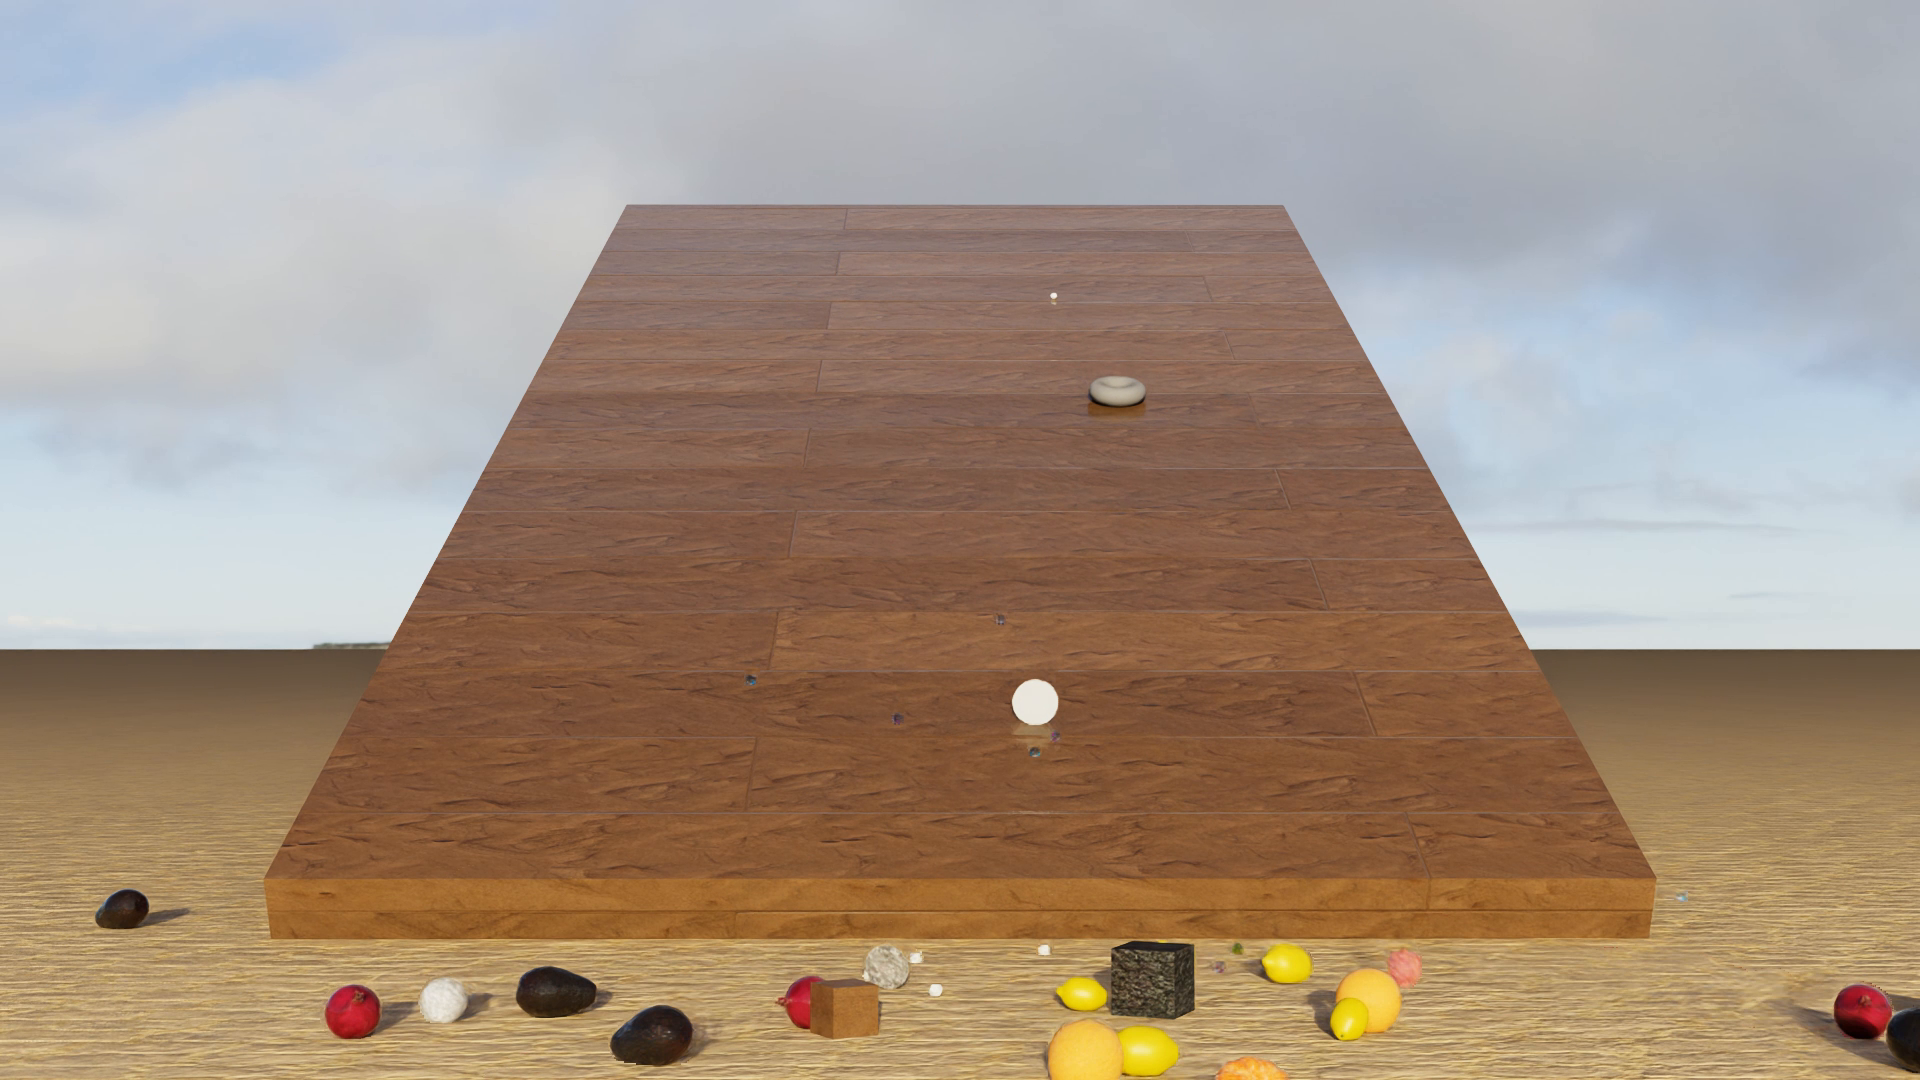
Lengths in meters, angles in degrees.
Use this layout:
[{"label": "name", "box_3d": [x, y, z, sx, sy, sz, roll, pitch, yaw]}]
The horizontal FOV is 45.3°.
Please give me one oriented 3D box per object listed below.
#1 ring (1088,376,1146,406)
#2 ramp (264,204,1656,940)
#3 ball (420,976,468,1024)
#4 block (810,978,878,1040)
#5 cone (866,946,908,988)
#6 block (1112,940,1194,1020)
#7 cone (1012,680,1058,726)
[{"label": "ring", "box_3d": [0.361, -0.341, 5.276, 0.133, 0.044, 0.133, 1, 21, 0]}, {"label": "ramp", "box_3d": [-0.007, -0.222, 5.170, 2.000, 0.100, 4.000, 0, 22, 0]}, {"label": "ball", "box_3d": [-0.583, 0.520, 2.599, 0.052, 0.052, 0.052, 0, -3, 0]}, {"label": "block", "box_3d": [-0.127, 0.515, 2.526, 0.055, 0.055, 0.055, 2, -3, -31]}, {"label": "cone", "box_3d": [-0.100, 0.546, 2.887, 0.057, 0.057, 0.057, 1, -29, -22]}, {"label": "block", "box_3d": [0.225, 0.511, 2.673, 0.076, 0.076, 0.076, -1, -3, 23]}, {"label": "cone", "box_3d": [0.125, 0.268, 3.791, 0.075, 0.075, 0.075, 0, -5, 2]}]
